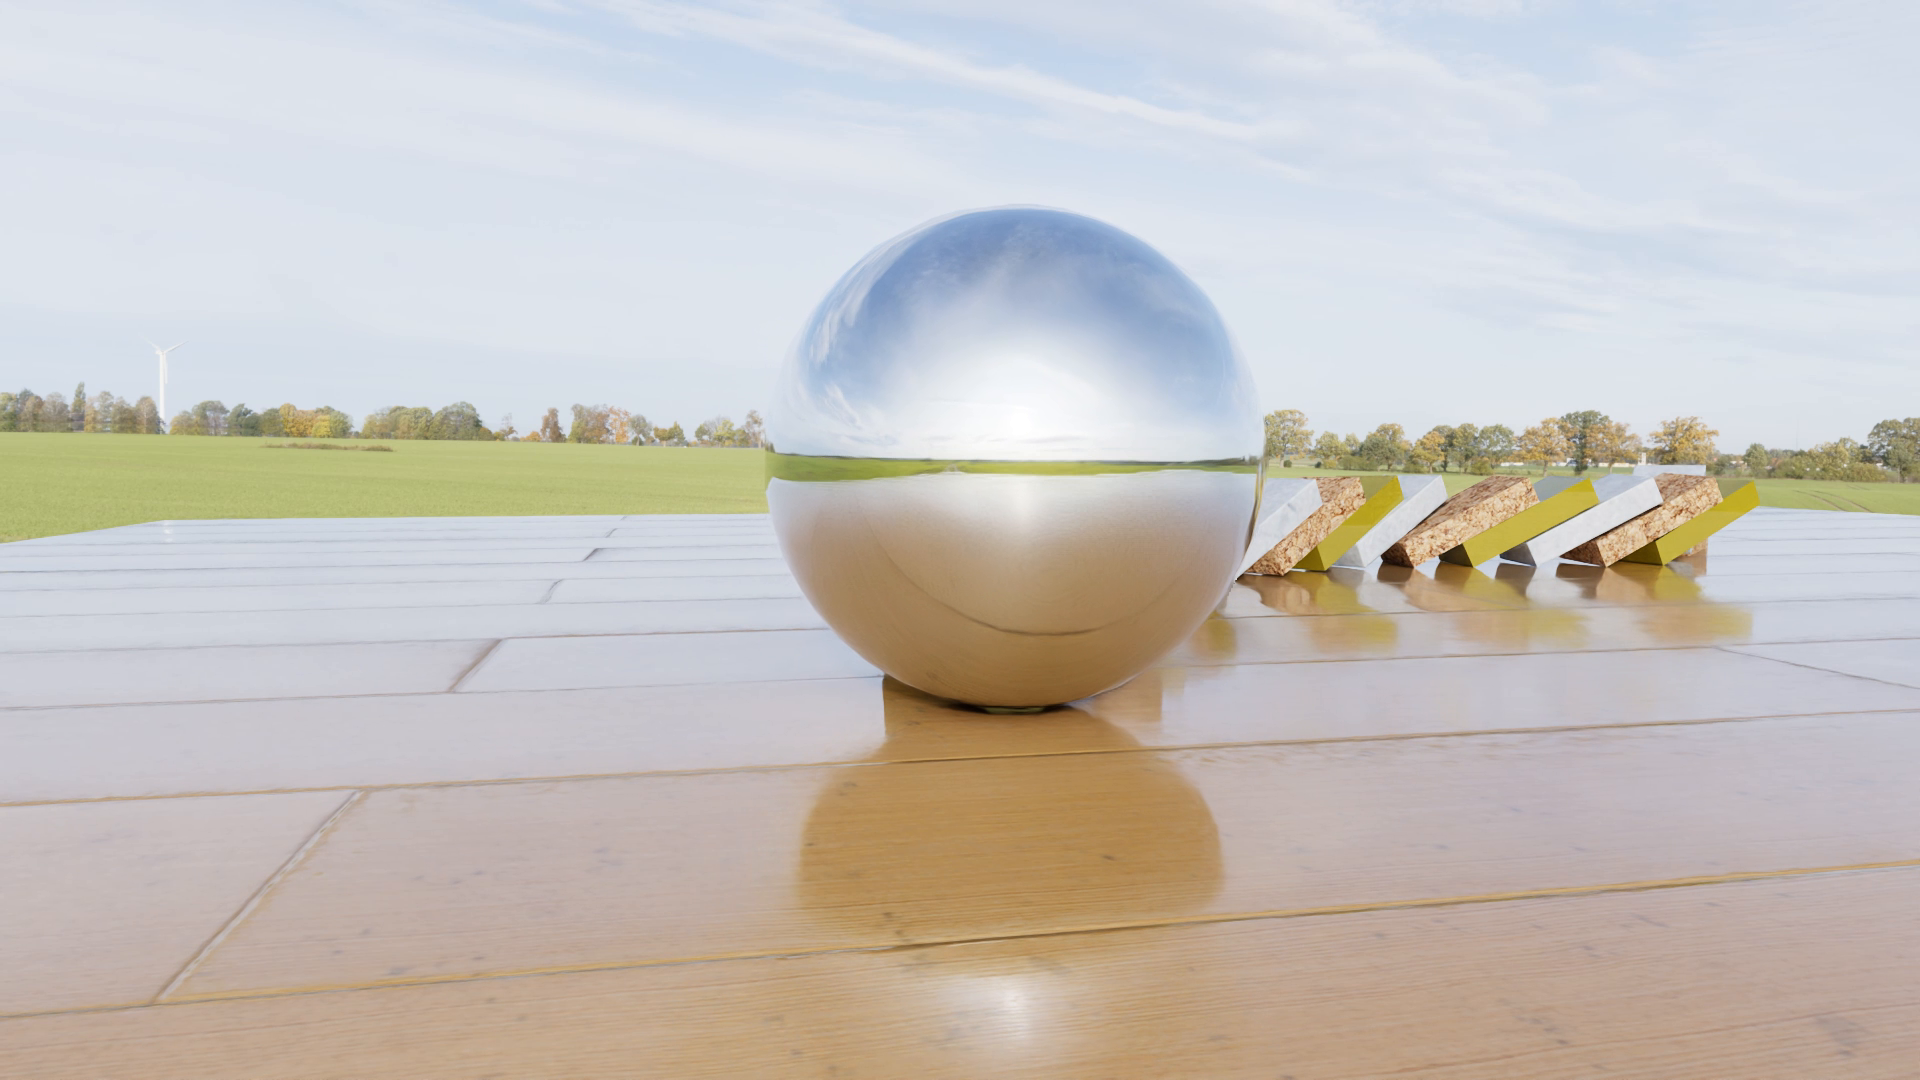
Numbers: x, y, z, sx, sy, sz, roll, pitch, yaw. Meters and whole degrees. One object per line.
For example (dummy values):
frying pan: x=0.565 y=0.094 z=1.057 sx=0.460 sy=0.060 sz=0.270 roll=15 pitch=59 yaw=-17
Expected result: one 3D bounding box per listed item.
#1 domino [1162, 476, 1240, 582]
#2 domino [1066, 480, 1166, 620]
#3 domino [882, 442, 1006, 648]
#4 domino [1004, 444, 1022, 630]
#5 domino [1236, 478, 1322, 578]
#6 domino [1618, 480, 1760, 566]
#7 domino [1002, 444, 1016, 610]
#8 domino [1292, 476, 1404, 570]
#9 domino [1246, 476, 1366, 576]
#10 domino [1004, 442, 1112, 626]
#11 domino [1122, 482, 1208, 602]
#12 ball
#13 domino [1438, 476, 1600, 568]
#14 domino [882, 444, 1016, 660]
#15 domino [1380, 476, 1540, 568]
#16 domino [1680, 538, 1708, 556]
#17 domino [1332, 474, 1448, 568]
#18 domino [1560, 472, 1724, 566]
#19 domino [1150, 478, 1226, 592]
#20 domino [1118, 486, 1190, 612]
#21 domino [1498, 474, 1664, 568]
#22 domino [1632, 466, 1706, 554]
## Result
domino: x=0.071 y=-0.004 z=0.408 sx=0.025 sy=0.009 sz=0.050 roll=0 pitch=31 yaw=28
domino: x=0.034 y=0.001 z=0.330 sx=0.025 sy=0.009 sz=0.050 roll=2 pitch=34 yaw=26
domino: x=-0.003 y=0.000 z=0.280 sx=0.025 sy=0.050 sz=0.009 roll=-1 pitch=-40 yaw=2
domino: x=0.001 y=-0.002 z=0.307 sx=0.025 sy=0.050 sz=0.009 roll=0 pitch=-40 yaw=7
domino: x=0.093 y=-0.004 z=0.420 sx=0.050 sy=0.009 sz=0.025 roll=-35 pitch=24 yaw=-31
domino: x=0.261 y=-0.007 z=0.466 sx=0.050 sy=0.010 sz=0.025 roll=-27 pitch=13 yaw=-16
domino: x=-0.001 y=-0.001 z=0.294 sx=0.025 sy=0.050 sz=0.010 roll=0 pitch=-40 yaw=8
domino: x=0.129 y=-0.007 z=0.445 sx=0.050 sy=0.009 sz=0.025 roll=-35 pitch=22 yaw=-31
domino: x=0.111 y=-0.005 z=0.432 sx=0.050 sy=0.009 sz=0.025 roll=-35 pitch=23 yaw=-31
domino: x=0.019 y=-0.003 z=0.317 sx=0.025 sy=0.050 sz=0.009 roll=2 pitch=-38 yaw=26
domino: x=0.053 y=-0.001 z=0.368 sx=0.025 sy=0.009 sz=0.050 roll=2 pitch=31 yaw=26
ball: x=0.009 y=-0.013 z=0.207 sx=0.080 sy=0.080 sz=0.080 roll=0 pitch=4 yaw=0
domino: x=0.196 y=-0.007 z=0.454 sx=0.050 sy=0.009 sz=0.025 roll=-27 pitch=6 yaw=-3
domino: x=-0.001 y=0.001 z=0.266 sx=0.025 sy=0.050 sz=0.009 roll=0 pitch=-40 yaw=3
domino: x=0.174 y=-0.007 z=0.453 sx=0.050 sy=0.009 sz=0.025 roll=-27 pitch=6 yaw=-3
domino: x=0.283 y=-0.001 z=0.515 sx=0.025 sy=0.009 sz=0.050 roll=3 pitch=5 yaw=37
domino: x=0.147 y=-0.007 z=0.456 sx=0.050 sy=0.010 sz=0.025 roll=-33 pitch=20 yaw=-28
domino: x=0.241 y=-0.008 z=0.458 sx=0.050 sy=0.009 sz=0.025 roll=-28 pitch=11 yaw=-7
domino: x=0.061 y=-0.002 z=0.388 sx=0.025 sy=0.009 sz=0.050 roll=1 pitch=31 yaw=27
domino: x=0.043 y=0.001 z=0.348 sx=0.025 sy=0.010 sz=0.050 roll=2 pitch=31 yaw=26
domino: x=0.218 y=-0.007 z=0.456 sx=0.050 sy=0.010 sz=0.025 roll=-27 pitch=8 yaw=-2
domino: x=0.272 y=-0.013 z=0.498 sx=0.025 sy=0.010 sz=0.050 roll=2 pitch=33 yaw=36
